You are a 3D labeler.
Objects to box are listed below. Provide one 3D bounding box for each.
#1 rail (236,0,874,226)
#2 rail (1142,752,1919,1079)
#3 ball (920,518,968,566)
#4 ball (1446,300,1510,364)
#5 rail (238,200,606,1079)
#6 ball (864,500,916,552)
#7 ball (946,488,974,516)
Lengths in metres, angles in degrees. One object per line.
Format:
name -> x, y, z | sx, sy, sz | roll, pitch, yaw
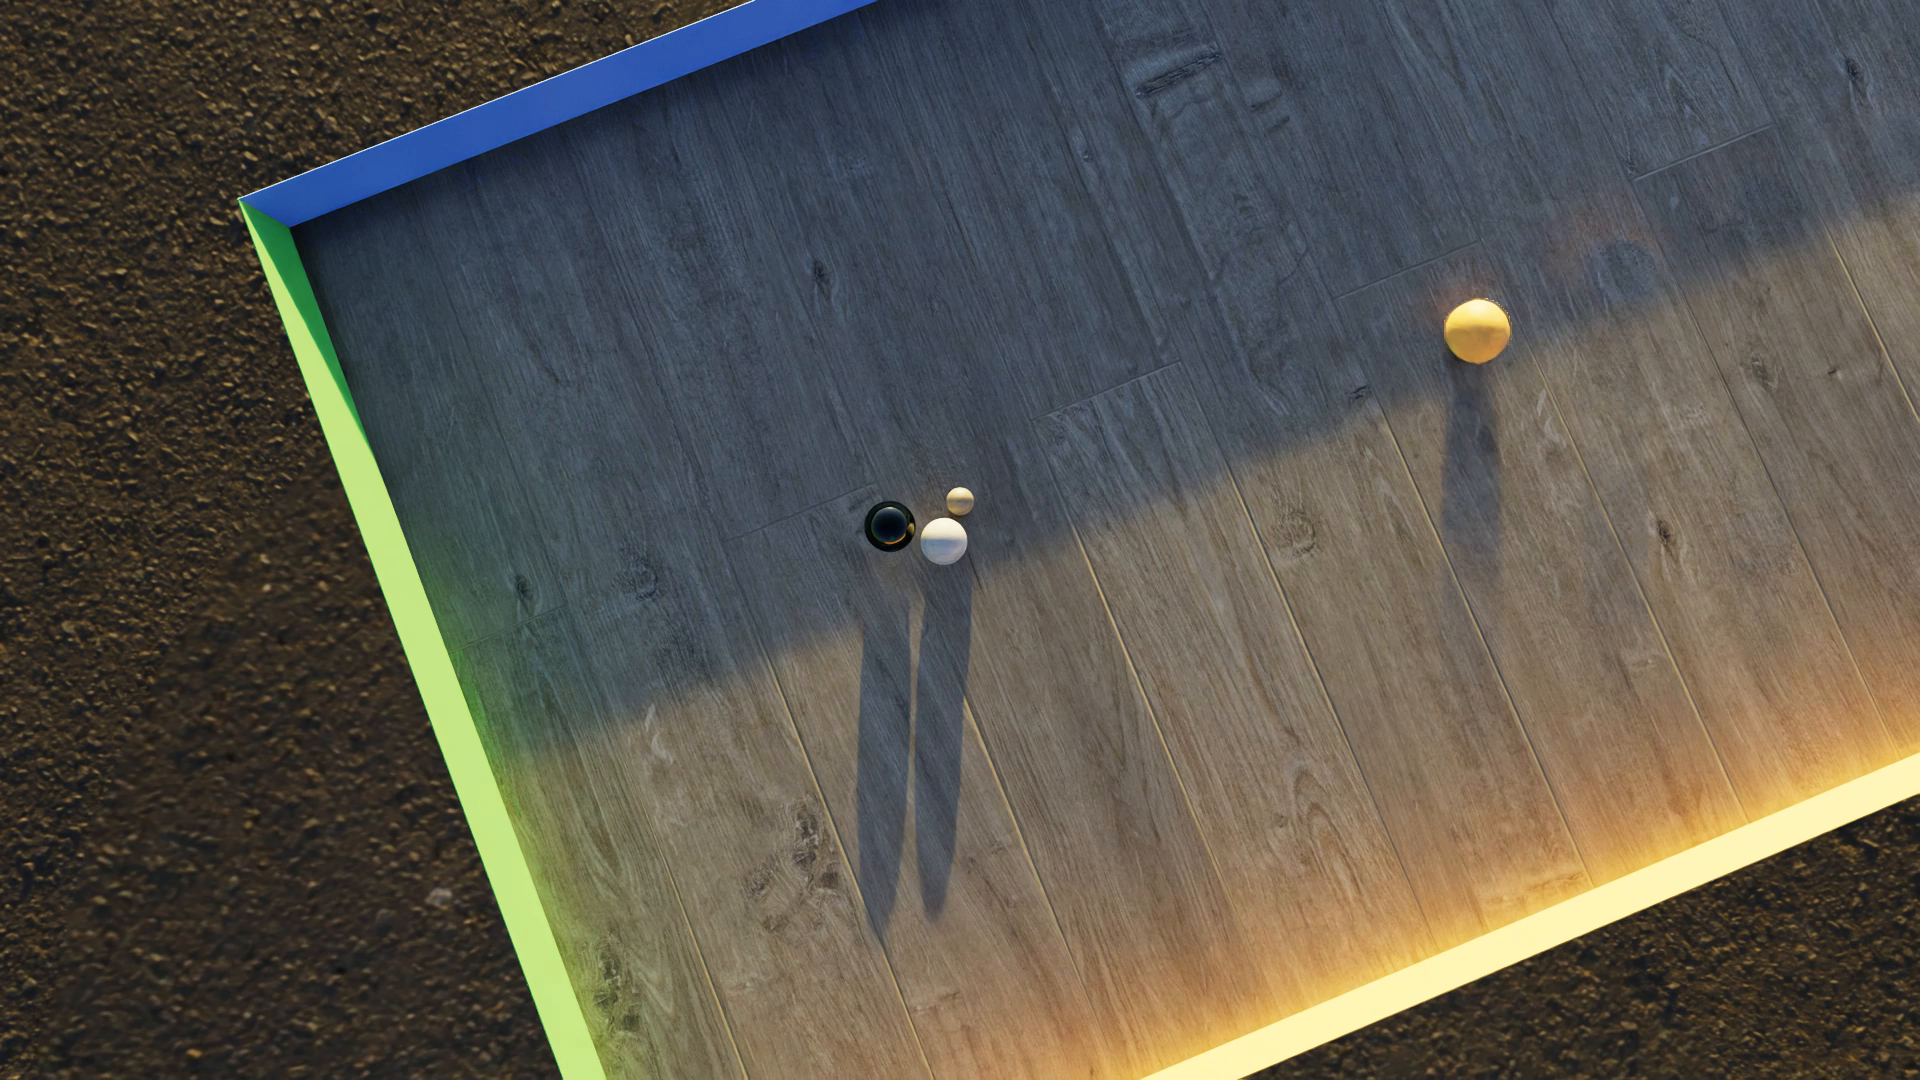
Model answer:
rail -> 0.429, -1.076, 3.411 | 3.225, 0.123, 0.045 | -22, 82, -3
rail -> 1.064, 0.466, 3.172 | 3.225, 0.123, 0.045 | -22, 82, -3
ball -> -0.024, 0.002, 3.272 | 0.070, 0.070, 0.070 | 0, 81, 0
ball -> 0.779, -0.313, 3.308 | 0.095, 0.095, 0.095 | 0, 81, 0
rail -> -0.725, 0.287, 3.200 | 0.045, 0.123, 1.732 | -22, 82, -3
ball -> -0.104, -0.020, 3.272 | 0.077, 0.077, 0.077 | 0, 81, 0
ball -> 0.000, -0.058, 3.295 | 0.042, 0.042, 0.042 | 0, 81, 0
